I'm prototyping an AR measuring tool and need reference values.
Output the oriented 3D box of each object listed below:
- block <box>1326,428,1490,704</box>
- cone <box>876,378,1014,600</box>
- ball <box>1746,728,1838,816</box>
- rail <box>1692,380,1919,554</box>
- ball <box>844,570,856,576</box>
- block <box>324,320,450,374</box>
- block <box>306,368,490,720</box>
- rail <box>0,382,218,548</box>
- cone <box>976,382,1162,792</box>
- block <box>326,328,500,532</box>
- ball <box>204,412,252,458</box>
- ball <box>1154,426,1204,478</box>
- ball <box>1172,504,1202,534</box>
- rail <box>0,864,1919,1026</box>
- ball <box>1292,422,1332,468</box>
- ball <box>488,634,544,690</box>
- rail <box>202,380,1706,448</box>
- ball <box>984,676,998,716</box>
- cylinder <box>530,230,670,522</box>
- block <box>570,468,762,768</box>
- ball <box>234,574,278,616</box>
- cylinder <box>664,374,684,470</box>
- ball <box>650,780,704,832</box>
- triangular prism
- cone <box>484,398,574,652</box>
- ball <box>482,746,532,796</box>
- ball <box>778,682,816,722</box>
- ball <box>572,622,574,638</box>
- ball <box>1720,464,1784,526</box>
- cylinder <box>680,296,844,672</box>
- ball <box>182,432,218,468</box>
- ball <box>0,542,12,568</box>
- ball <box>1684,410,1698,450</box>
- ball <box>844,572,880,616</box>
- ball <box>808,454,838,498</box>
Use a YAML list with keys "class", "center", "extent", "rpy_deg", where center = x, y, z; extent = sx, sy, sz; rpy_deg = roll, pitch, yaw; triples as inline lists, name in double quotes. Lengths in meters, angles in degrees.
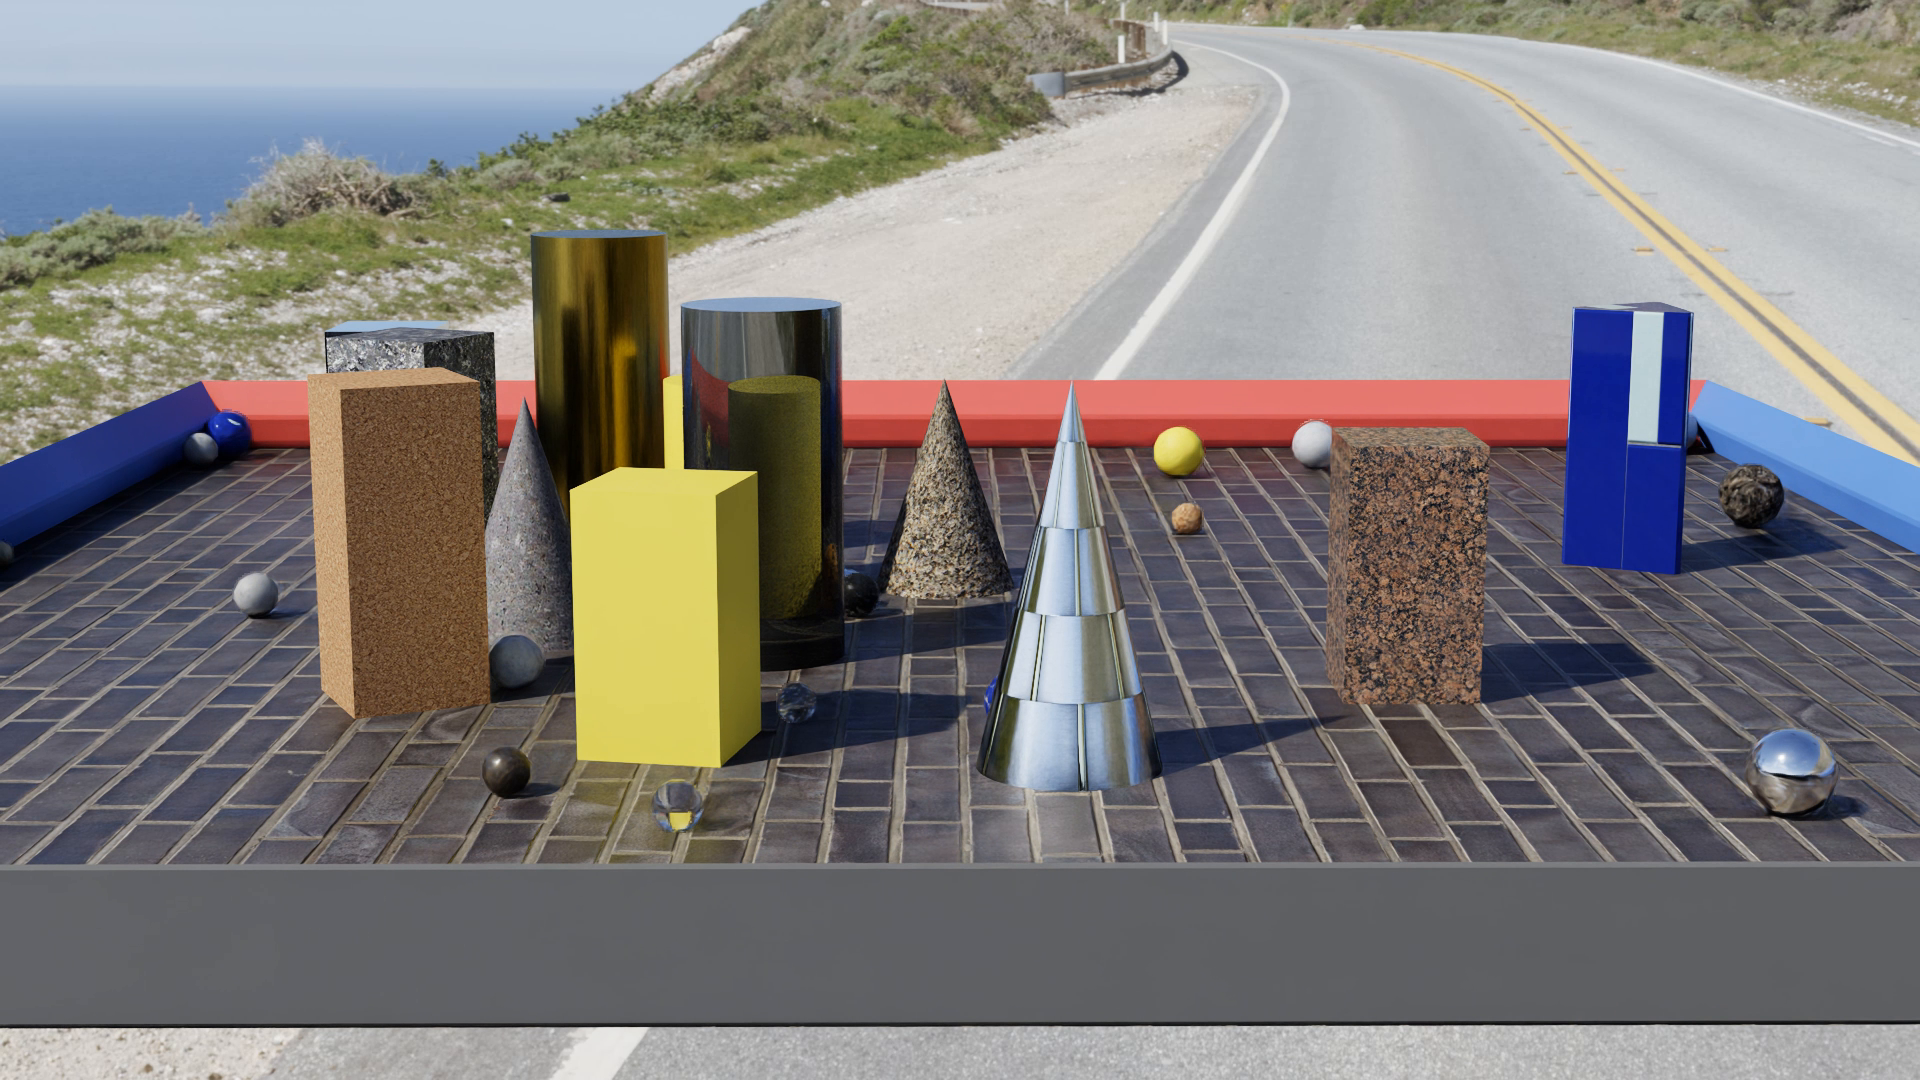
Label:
- class: "block"
  center: [0.522, 0.028, 3.010]
  extent: [0.158, 0.300, 0.158]
  rpy_deg: [0, 10, 0]
- class: "cone"
  center: [-0.022, -0.082, 3.611]
  extent: [0.197, 0.296, 0.197]
  rpy_deg: [0, 10, 0]
- class: "ball"
  center: [0.817, 0.228, 2.519]
  extent: [0.086, 0.086, 0.086]
  rpy_deg: [0, 10, 0]
- class: "rail"
  center: [1.425, 0.031, 3.457]
  extent: [0.045, 0.128, 3.036]
  rpy_deg: [0, 10, 0]
- class: "ball"
  center: [-0.151, 0.066, 3.486]
  extent: [0.052, 0.052, 0.052]
  rpy_deg: [0, 10, 0]
- class: "block"
  center: [-0.876, -0.164, 3.958]
  extent: [0.158, 0.332, 0.158]
  rpy_deg: [0, 10, -1]
- class: "block"
  center: [-0.648, -0.001, 2.963]
  extent: [0.158, 0.374, 0.158]
  rpy_deg: [-5, 12, -27]
- class: "rail"
  center: [-1.425, 0.034, 3.441]
  extent: [0.045, 0.128, 3.036]
  rpy_deg: [0, 10, 0]
- class: "cone"
  center: [0.115, 0.036, 2.664]
  extent: [0.197, 0.409, 0.197]
  rpy_deg: [0, 10, 0]
- class: "block"
  center: [-0.738, -0.095, 3.484]
  extent: [0.158, 0.368, 0.158]
  rpy_deg: [5, 12, 25]
- class: "ball"
  center: [-1.370, -0.196, 4.801]
  extent: [0.088, 0.088, 0.088]
  rpy_deg: [0, 10, 0]
- class: "ball"
  center: [0.390, -0.157, 4.586]
  extent: [0.090, 0.090, 0.090]
  rpy_deg: [0, 10, 0]
- class: "ball"
  center: [0.357, -0.033, 4.028]
  extent: [0.049, 0.049, 0.049]
  rpy_deg: [0, 10, 0]
- class: "rail"
  center: [0.009, 0.305, 1.979]
  extent: [2.897, 0.128, 0.045]
  rpy_deg: [0, 10, 0]
- class: "ball"
  center: [0.649, -0.173, 4.679]
  extent: [0.087, 0.087, 0.087]
  rpy_deg: [0, 10, 0]
- class: "ball"
  center: [-0.525, 0.144, 3.030]
  extent: [0.064, 0.064, 0.064]
  rpy_deg: [0, 10, 0]
- class: "rail"
  center: [-0.009, -0.239, 4.918]
  extent: [2.897, 0.128, 0.045]
  rpy_deg: [0, 10, 0]
- class: "ball"
  center: [0.065, 0.178, 2.813]
  extent: [0.076, 0.076, 0.076]
  rpy_deg: [0, 10, 0]
- class: "cylinder"
  center: [-0.524, -0.206, 3.766]
  extent: [0.197, 0.485, 0.197]
  rpy_deg: [0, 10, 0]
- class: "block"
  center: [-0.313, 0.079, 2.758]
  extent: [0.158, 0.290, 0.158]
  rpy_deg: [2, 11, 11]
- class: "ball"
  center: [-0.940, 0.074, 3.428]
  extent: [0.057, 0.057, 0.057]
  rpy_deg: [0, 10, 0]
- class: "cylinder"
  center: [-0.308, -0.072, 3.542]
  extent: [0.197, 0.302, 0.197]
  rpy_deg: [0, 10, 0]
- class: "ball"
  center: [-0.272, 0.255, 2.467]
  extent: [0.050, 0.050, 0.050]
  rpy_deg: [0, 10, 0]
- class: "triangular prism"
  center: [1.001, -0.156, 3.785]
  extent: [0.171, 0.379, 0.148]
  rpy_deg: [6, 12, 29]
- class: "cone"
  center: [-0.553, -0.030, 3.286]
  extent: [0.197, 0.313, 0.197]
  rpy_deg: [0, 10, 0]
- class: "ball"
  center: [-0.458, 0.233, 2.590]
  extent: [0.049, 0.049, 0.049]
  rpy_deg: [0, 10, 0]
- class: "ball"
  center: [-0.183, 0.182, 2.877]
  extent: [0.044, 0.044, 0.044]
  rpy_deg: [0, 10, 0]
- class: "ball"
  center: [-0.456, 0.114, 3.210]
  extent: [0.059, 0.059, 0.059]
  rpy_deg: [0, 10, 0]
- class: "ball"
  center: [1.264, -0.071, 4.096]
  extent: [0.098, 0.098, 0.098]
  rpy_deg: [0, 10, 0]
- class: "cylinder"
  center: [-0.243, -0.073, 3.176]
  extent: [0.197, 0.438, 0.197]
  rpy_deg: [0, 10, 0]
- class: "ball"
  center: [-1.391, -0.164, 4.695]
  extent: [0.064, 0.064, 0.064]
  rpy_deg: [0, 10, 0]
- class: "ball"
  center: [-1.407, 0.022, 3.750]
  extent: [0.042, 0.042, 0.042]
  rpy_deg: [0, 10, 0]
- class: "ball"
  center: [1.351, -0.210, 4.865]
  extent: [0.092, 0.092, 0.092]
  rpy_deg: [0, 10, 0]
- class: "ball"
  center: [-0.137, 0.073, 3.431]
  extent: [0.058, 0.058, 0.058]
  rpy_deg: [0, 10, 0]
- class: "ball"
  center: [-0.247, -0.110, 4.368]
  extent: [0.076, 0.076, 0.076]
  rpy_deg: [0, 10, 0]
